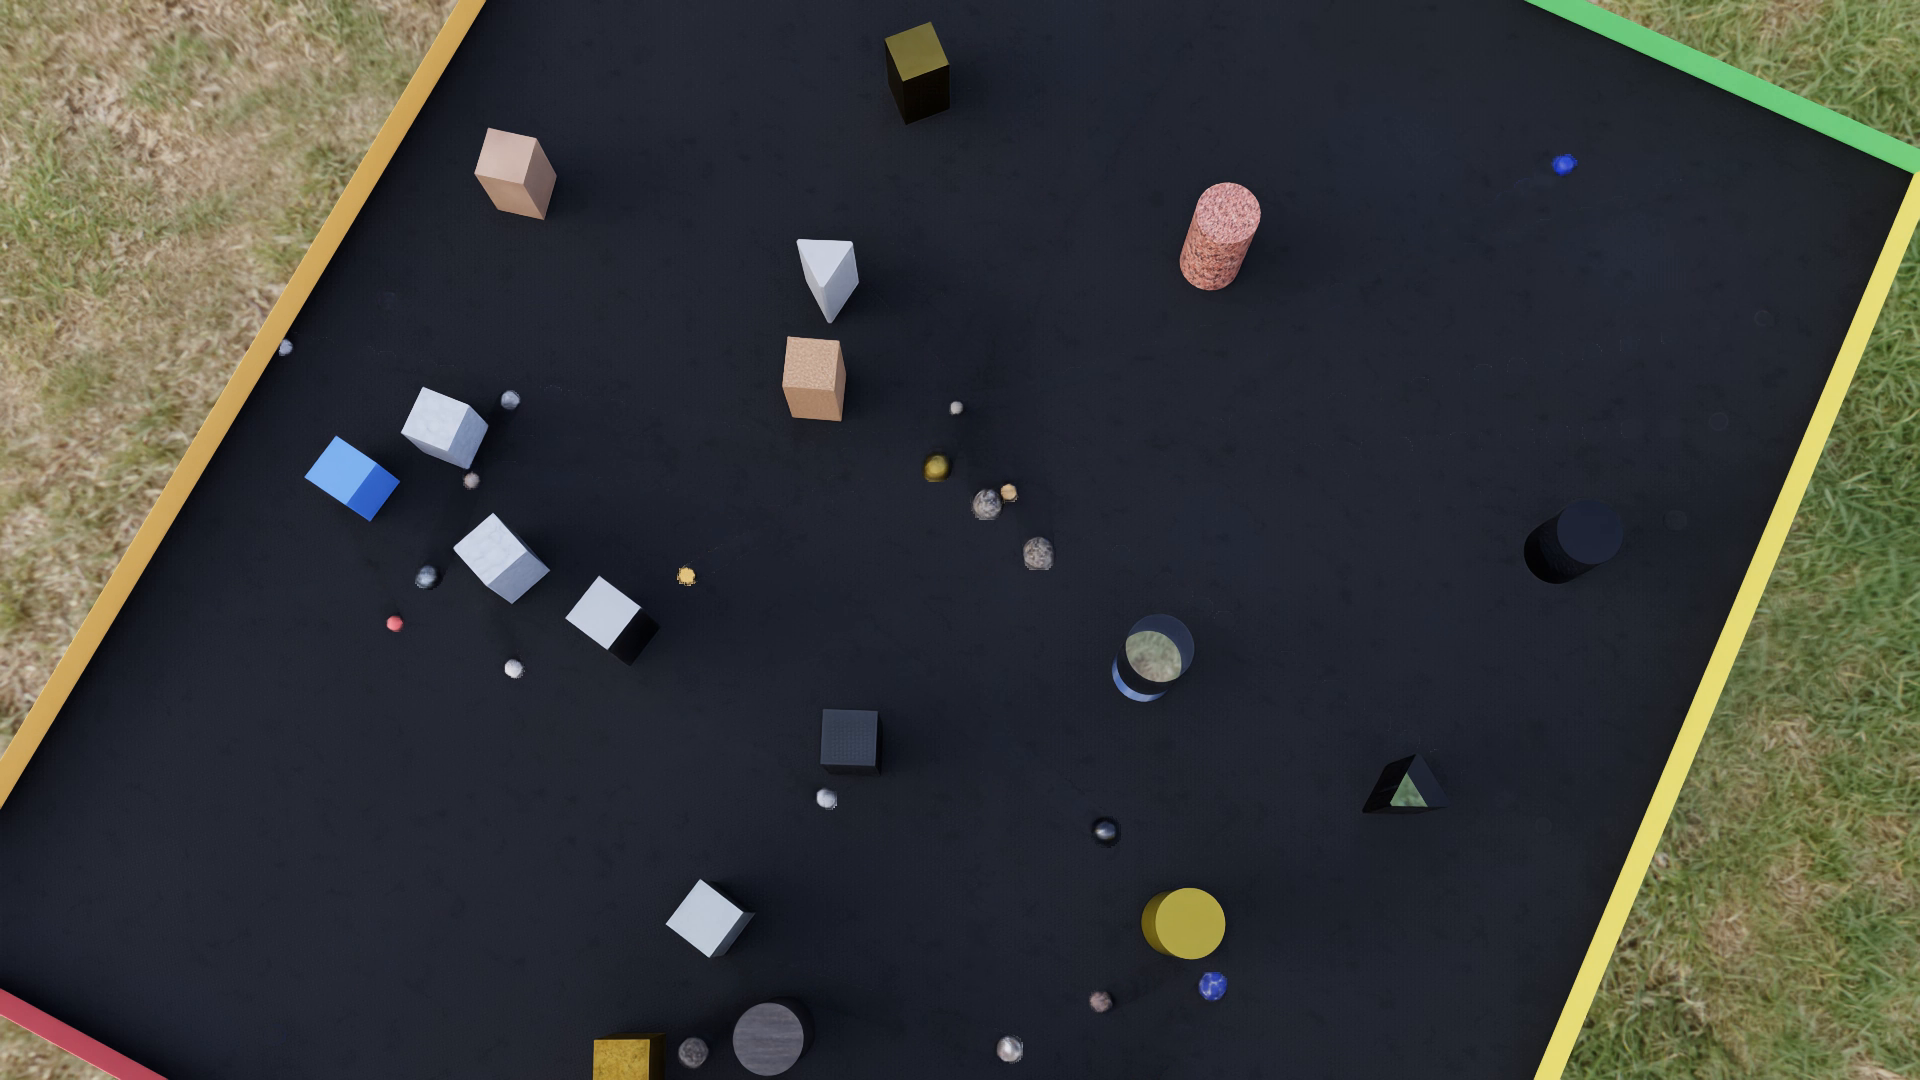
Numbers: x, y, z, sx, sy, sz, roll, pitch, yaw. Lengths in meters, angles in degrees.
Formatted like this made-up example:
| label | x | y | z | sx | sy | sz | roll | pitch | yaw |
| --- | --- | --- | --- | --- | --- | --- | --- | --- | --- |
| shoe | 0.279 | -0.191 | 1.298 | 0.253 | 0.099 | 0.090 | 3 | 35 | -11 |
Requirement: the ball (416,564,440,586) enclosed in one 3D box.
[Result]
| label | x | y | z | sx | sy | sz | roll | pitch | yaw |
| --- | --- | --- | --- | --- | --- | --- | --- | --- | --- |
| ball | -1.612 | 0.107 | 5.558 | 0.070 | 0.070 | 0.070 | 0 | 78 | 0 |

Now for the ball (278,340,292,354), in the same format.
| label | x | y | z | sx | sy | sz | roll | pitch | yaw |
| --- | --- | --- | --- | --- | --- | --- | --- | --- | --- |
| ball | -2.107 | -0.604 | 5.719 | 0.044 | 0.044 | 0.044 | 0 | 78 | 0 |

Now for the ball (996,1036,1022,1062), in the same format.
| label | x | y | z | sx | sy | sz | roll | pitch | yaw |
| --- | --- | --- | --- | --- | --- | --- | --- | --- | --- |
| ball | 0.141 | 1.465 | 5.276 | 0.072 | 0.072 | 0.072 | 0 | 78 | 0 |

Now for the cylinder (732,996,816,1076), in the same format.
| label | x | y | z | sx | sy | sz | roll | pitch | yaw |
| --- | --- | --- | --- | --- | --- | --- | --- | --- | --- |
| cylinder | -0.516 | 1.384 | 5.127 | 0.191 | 0.397 | 0.191 | 0 | 78 | 0 |

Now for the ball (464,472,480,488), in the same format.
| label | x | y | z | sx | sy | sz | roll | pitch | yaw |
| --- | --- | --- | --- | --- | --- | --- | --- | --- | --- |
| ball | -1.499 | -0.185 | 5.631 | 0.046 | 0.046 | 0.046 | 0 | 78 | 0 |

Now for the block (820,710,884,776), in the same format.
| label | x | y | z | sx | sy | sz | roll | pitch | yaw |
| --- | --- | --- | --- | --- | --- | --- | --- | --- | --- |
| block | -0.310 | 0.589 | 5.302 | 0.153 | 0.377 | 0.153 | 2 | 78 | 0 |

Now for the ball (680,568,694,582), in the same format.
| label | x | y | z | sx | sy | sz | roll | pitch | yaw |
| --- | --- | --- | --- | --- | --- | --- | --- | --- | --- |
| ball | -0.830 | 0.108 | 5.572 | 0.044 | 0.044 | 0.044 | 0 | 78 | 0 |

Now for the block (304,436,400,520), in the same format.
| label | x | y | z | sx | sy | sz | roll | pitch | yaw |
| --- | --- | --- | --- | --- | --- | --- | --- | --- | --- |
| block | -1.833 | -0.183 | 5.537 | 0.153 | 0.230 | 0.153 | 33 | 80 | 6 |

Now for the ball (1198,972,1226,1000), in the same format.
| label | x | y | z | sx | sy | sz | roll | pitch | yaw |
| --- | --- | --- | --- | --- | --- | --- | --- | --- | --- |
| ball | 0.730 | 1.294 | 5.308 | 0.080 | 0.080 | 0.080 | 0 | 78 | 0 |

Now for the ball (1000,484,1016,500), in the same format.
| label | x | y | z | sx | sy | sz | roll | pitch | yaw |
| --- | --- | --- | --- | --- | --- | --- | --- | --- | --- |
| ball | 0.149 | -0.147 | 5.621 | 0.050 | 0.050 | 0.050 | 0 | 78 | 0 |

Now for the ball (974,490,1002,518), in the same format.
| label | x | y | z | sx | sy | sz | roll | pitch | yaw |
| --- | --- | --- | --- | --- | --- | --- | --- | --- | --- |
| ball | 0.084 | -0.110 | 5.594 | 0.089 | 0.089 | 0.089 | 0 | 78 | 0 |

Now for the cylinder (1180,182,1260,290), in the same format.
| label | x | y | z | sx | sy | sz | roll | pitch | yaw |
| --- | --- | --- | --- | --- | --- | --- | --- | --- | --- |
| cylinder | 0.790 | -0.922 | 5.599 | 0.191 | 0.408 | 0.191 | 0 | 78 | 0 |

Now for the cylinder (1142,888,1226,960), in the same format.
| label | x | y | z | sx | sy | sz | roll | pitch | yaw |
| --- | --- | --- | --- | --- | --- | --- | --- | --- | --- |
| cylinder | 0.628 | 1.085 | 5.189 | 0.191 | 0.398 | 0.191 | 0 | 78 | 0 |

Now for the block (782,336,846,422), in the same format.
| label | x | y | z | sx | sy | sz | roll | pitch | yaw |
| --- | --- | --- | --- | --- | --- | --- | --- | --- | --- |
| block | -0.438 | -0.484 | 5.544 | 0.153 | 0.337 | 0.153 | 5 | 78 | 1 |

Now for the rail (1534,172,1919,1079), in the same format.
| label | x | y | z | sx | sy | sz | roll | pitch | yaw |
| --- | --- | --- | --- | --- | --- | --- | --- | --- | --- |
| rail | 1.958 | 0.965 | 5.352 | 0.045 | 0.124 | 4.918 | 26 | 80 | 5 |

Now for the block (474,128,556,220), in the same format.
| label | x | y | z | sx | sy | sz | roll | pitch | yaw |
| --- | --- | --- | --- | --- | --- | --- | --- | --- | --- |
| block | -1.380 | -1.137 | 5.705 | 0.153 | 0.288 | 0.153 | 13 | 79 | 3 |

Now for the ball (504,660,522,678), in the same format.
| label | x | y | z | sx | sy | sz | roll | pitch | yaw |
| --- | --- | --- | --- | --- | --- | --- | --- | --- | --- |
| ball | -1.344 | 0.385 | 5.510 | 0.053 | 0.053 | 0.053 | 0 | 78 | 0 |

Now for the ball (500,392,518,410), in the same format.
| label | x | y | z | sx | sy | sz | roll | pitch | yaw |
| --- | --- | --- | --- | --- | --- | --- | --- | --- | --- |
| ball | -1.396 | -0.431 | 5.678 | 0.055 | 0.055 | 0.055 | 0 | 78 | 0 |

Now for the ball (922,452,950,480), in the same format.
| label | x | y | z | sx | sy | sz | roll | pitch | yaw |
| --- | --- | --- | --- | --- | --- | --- | --- | --- | --- |
| ball | -0.072 | -0.226 | 5.619 | 0.086 | 0.086 | 0.086 | 0 | 78 | 0 |

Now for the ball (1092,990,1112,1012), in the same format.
| label | x | y | z | sx | sy | sz | roll | pitch | yaw |
| --- | --- | --- | --- | --- | --- | --- | --- | --- | --- |
| ball | 0.409 | 1.337 | 5.310 | 0.060 | 0.060 | 0.060 | 0 | 78 | 0 |

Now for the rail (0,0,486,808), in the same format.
| label | x | y | z | sx | sy | sz | roll | pitch | yaw |
| --- | --- | --- | --- | --- | --- | --- | --- | --- | --- |
| rail | -1.958 | -0.952 | 5.749 | 0.045 | 0.124 | 4.918 | 26 | 80 | 5 |

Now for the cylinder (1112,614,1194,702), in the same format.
| label | x | y | z | sx | sy | sz | roll | pitch | yaw |
| --- | --- | --- | --- | --- | --- | --- | --- | --- | --- |
| cylinder | 0.554 | 0.346 | 5.306 | 0.191 | 0.467 | 0.191 | 0 | 78 | 0 |

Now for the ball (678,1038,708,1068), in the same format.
| label | x | y | z | sx | sy | sz | roll | pitch | yaw |
| --- | --- | --- | --- | --- | --- | --- | --- | --- | --- |
| ball | -0.766 | 1.472 | 5.269 | 0.084 | 0.084 | 0.084 | 0 | 78 | 0 |

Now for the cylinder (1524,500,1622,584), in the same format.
| label | x | y | z | sx | sy | sz | roll | pitch | yaw |
| --- | --- | --- | --- | --- | --- | --- | --- | --- | --- |
| cylinder | 1.820 | 0.009 | 5.452 | 0.191 | 0.319 | 0.191 | 0 | 78 | 0 |

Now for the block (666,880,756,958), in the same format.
| label | x | y | z | sx | sy | sz | roll | pitch | yaw |
| --- | --- | --- | --- | --- | --- | --- | --- | --- | --- |
| block | -0.708 | 1.080 | 5.231 | 0.153 | 0.317 | 0.153 | 36 | 81 | 7 |

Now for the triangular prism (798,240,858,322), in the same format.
| label | x | y | z | sx | sy | sz | roll | pitch | yaw |
| --- | --- | --- | --- | --- | --- | --- | --- | --- | --- |
| triangular prism | -0.425 | -0.821 | 5.615 | 0.143 | 0.336 | 0.165 | 32 | 80 | 6 |

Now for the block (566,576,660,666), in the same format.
| label | x | y | z | sx | sy | sz | roll | pitch | yaw |
| --- | --- | --- | --- | --- | --- | --- | --- | --- | --- |
| block | -1.014 | 0.243 | 5.383 | 0.153 | 0.358 | 0.153 | 36 | 81 | 7 |

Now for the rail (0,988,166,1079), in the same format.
| label | x | y | z | sx | sy | sz | roll | pitch | yaw |
| --- | --- | --- | --- | --- | --- | --- | --- | --- | --- |
| rail | -1.089 | 2.140 | 5.110 | 4.426 | 0.124 | 0.045 | 26 | 80 | 5 |

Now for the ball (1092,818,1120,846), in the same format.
| label | x | y | z | sx | sy | sz | roll | pitch | yaw |
| --- | --- | --- | --- | --- | --- | --- | --- | --- | --- |
| ball | 0.428 | 0.858 | 5.398 | 0.081 | 0.081 | 0.081 | 0 | 78 | 0 |

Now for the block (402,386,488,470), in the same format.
| label | x | y | z | sx | sy | sz | roll | pitch | yaw |
| --- | --- | --- | --- | --- | --- | --- | --- | --- | --- |
| block | -1.562 | -0.337 | 5.567 | 0.153 | 0.234 | 0.153 | 21 | 79 | 4 |

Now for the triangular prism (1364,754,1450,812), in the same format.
| label | x | y | z | sx | sy | sz | roll | pitch | yaw |
| --- | --- | --- | --- | --- | --- | --- | --- | --- | --- |
| triangular prism | 1.280 | 0.703 | 5.283 | 0.165 | 0.368 | 0.143 | 0 | 78 | 0 |

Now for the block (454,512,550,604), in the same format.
| label | x | y | z | sx | sy | sz | roll | pitch | yaw |
| --- | --- | --- | --- | --- | --- | --- | --- | --- | --- |
| block | -1.359 | 0.058 | 5.448 | 0.153 | 0.307 | 0.153 | -42 | 81 | -8 |

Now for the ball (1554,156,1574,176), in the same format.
| label | x | y | z | sx | sy | sz | roll | pitch | yaw |
| --- | --- | --- | --- | --- | --- | --- | --- | --- | --- |
| ball | 1.921 | -1.192 | 5.831 | 0.063 | 0.063 | 0.063 | 0 | 78 | 0 |

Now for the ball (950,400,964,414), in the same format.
| label | x | y | z | sx | sy | sz | roll | pitch | yaw |
| --- | --- | --- | --- | --- | --- | --- | --- | --- | --- |
| ball | -0.010 | -0.411 | 5.680 | 0.042 | 0.042 | 0.042 | 0 | 78 | 0 |

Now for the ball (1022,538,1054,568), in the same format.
| label | x | y | z | sx | sy | sz | roll | pitch | yaw |
| --- | --- | --- | --- | --- | --- | --- | --- | --- | --- |
| ball | 0.238 | 0.039 | 5.560 | 0.095 | 0.095 | 0.095 | 0 | 78 | 0 |

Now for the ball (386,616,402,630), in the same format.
| label | x | y | z | sx | sy | sz | roll | pitch | yaw |
| --- | --- | --- | --- | --- | --- | --- | --- | --- | --- |
| ball | -1.711 | 0.250 | 5.542 | 0.045 | 0.045 | 0.045 | 0 | 78 | 0 |

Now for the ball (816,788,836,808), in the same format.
| label | x | y | z | sx | sy | sz | roll | pitch | yaw |
| --- | --- | --- | --- | --- | --- | --- | --- | --- | --- |
| ball | -0.397 | 0.764 | 5.429 | 0.058 | 0.058 | 0.058 | 0 | 78 | 0 |

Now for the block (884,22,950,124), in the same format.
| label | x | y | z | sx | sy | sz | roll | pitch | yaw |
| --- | --- | --- | --- | --- | --- | --- | --- | --- | --- |
| block | -0.132 | -1.463 | 5.759 | 0.153 | 0.314 | 0.153 | -21 | 79 | -4 |

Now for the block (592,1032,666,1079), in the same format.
| label | x | y | z | sx | sy | sz | roll | pitch | yaw |
| --- | --- | --- | --- | --- | --- | --- | --- | --- | --- |
| block | -0.928 | 1.477 | 5.162 | 0.153 | 0.292 | 0.153 | -1 | 78 | 0 |

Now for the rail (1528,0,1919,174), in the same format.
| label | x | y | z | sx | sy | sz | roll | pitch | yaw |
| --- | --- | --- | --- | --- | --- | --- | --- | --- | --- |
| rail | 1.089 | -2.127 | 5.992 | 4.426 | 0.124 | 0.045 | 26 | 80 | 5 |
